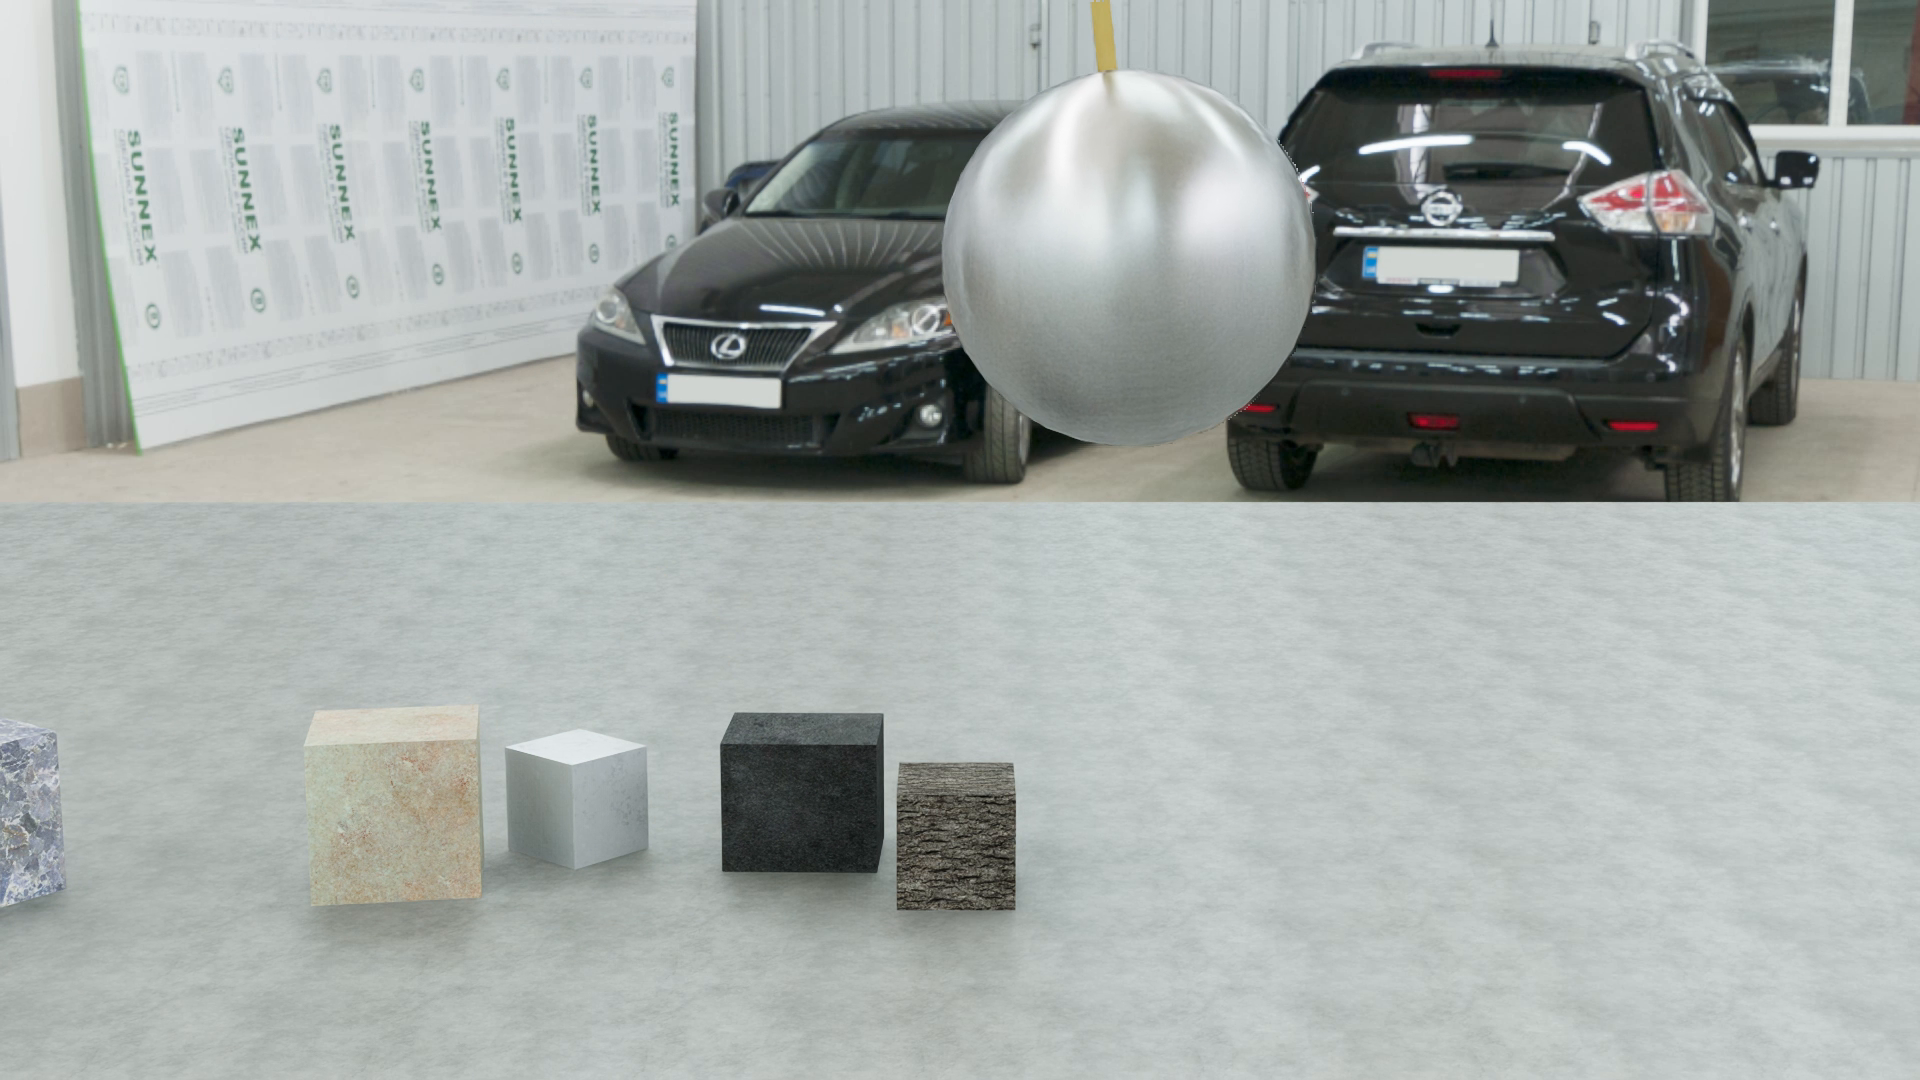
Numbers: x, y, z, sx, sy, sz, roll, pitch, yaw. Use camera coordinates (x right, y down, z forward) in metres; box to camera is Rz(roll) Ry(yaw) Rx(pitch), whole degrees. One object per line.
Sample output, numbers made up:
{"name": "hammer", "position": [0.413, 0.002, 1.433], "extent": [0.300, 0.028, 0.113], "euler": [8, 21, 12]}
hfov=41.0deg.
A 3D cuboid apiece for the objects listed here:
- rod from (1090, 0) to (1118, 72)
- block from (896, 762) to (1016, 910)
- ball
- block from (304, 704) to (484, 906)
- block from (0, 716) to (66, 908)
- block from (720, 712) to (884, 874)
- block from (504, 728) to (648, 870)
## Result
{"name": "rod", "position": [0.311, -4.521, 10.358], "extent": [0.080, 5.200, 0.080], "euler": [-7, 10, 1]}
{"name": "block", "position": [-0.016, 1.278, 11.118], "extent": [0.505, 0.507, 0.523], "euler": [0, 10, 0]}
{"name": "ball", "position": [0.717, -1.200, 10.962], "extent": [1.600, 1.600, 1.600], "euler": [0, 10, 0]}
{"name": "block", "position": [-2.469, 1.152, 11.256], "extent": [0.717, 0.705, 0.617], "euler": [-2, 10, -9]}
{"name": "block", "position": [-4.349, 1.190, 11.039], "extent": [0.600, 0.710, 0.697], "euler": [8, 13, 37]}
{"name": "block", "position": [-0.707, 1.140, 11.652], "extent": [0.691, 0.588, 0.570], "euler": [0, 10, 2]}
{"name": "block", "position": [-1.751, 1.178, 11.738], "extent": [0.469, 0.482, 0.441], "euler": [9, 14, 41]}
